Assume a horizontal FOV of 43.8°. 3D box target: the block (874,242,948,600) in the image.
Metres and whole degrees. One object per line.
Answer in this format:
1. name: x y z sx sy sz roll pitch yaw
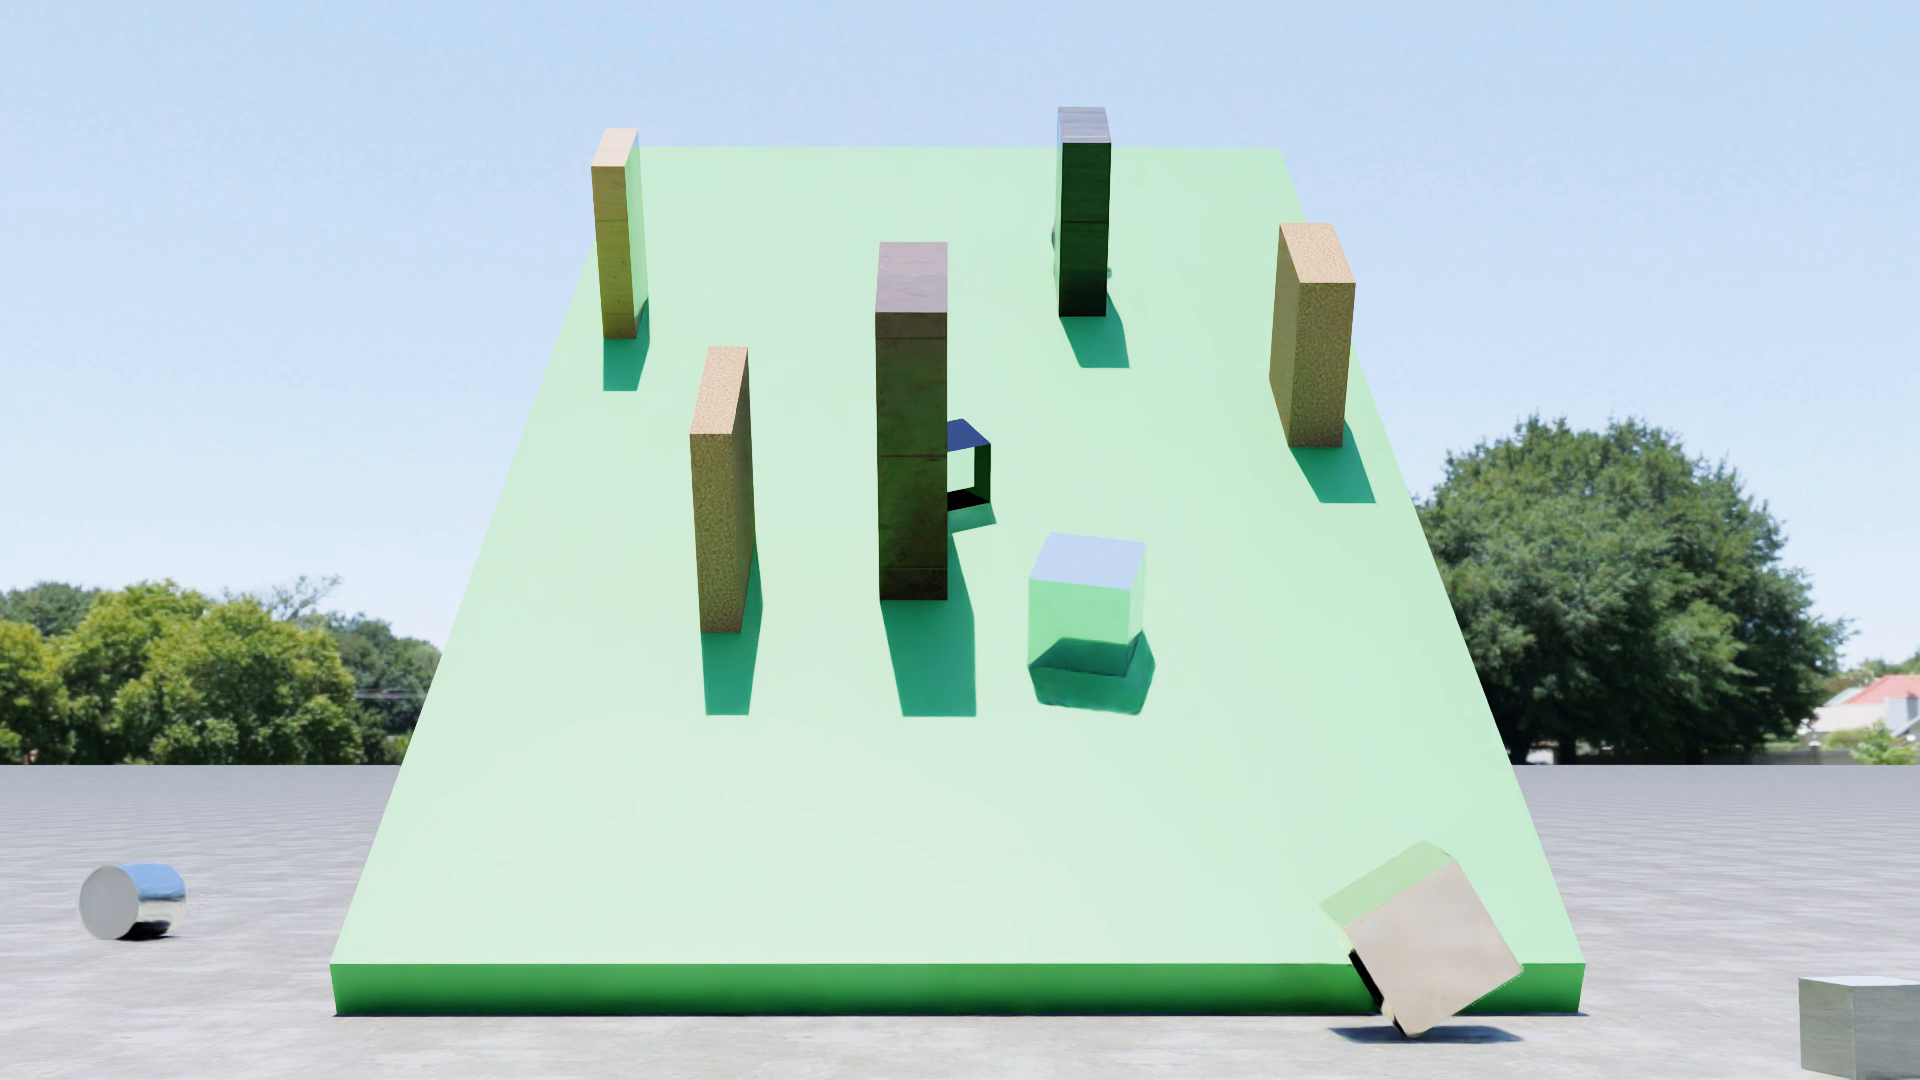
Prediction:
1. block: -0.095 -0.244 4.853 0.138 0.628 0.373 0 28 0

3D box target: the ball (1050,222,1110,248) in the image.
1. ball: 0.325 -0.819 6.434 0.160 0.160 0.160 0 -5 0

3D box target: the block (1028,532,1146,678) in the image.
1. block: 0.247 0.125 4.625 0.194 0.194 0.194 6 29 11

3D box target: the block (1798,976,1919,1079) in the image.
1. block: 1.183 0.636 3.115 0.119 0.119 0.119 1 -5 -14

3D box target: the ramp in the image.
1. ramp: -0.011 -0.222 5.588 2.000 0.100 4.000 0 28 0

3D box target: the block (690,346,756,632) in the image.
1. block: -0.474 -0.107 4.799 0.080 0.435 0.415 0 28 0

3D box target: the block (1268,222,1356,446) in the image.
1. block: 0.813 -0.480 5.541 0.123 0.403 0.377 0 28 0

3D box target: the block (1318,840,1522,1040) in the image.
1. block: 0.682 0.592 3.560 0.194 0.194 0.194 -31 2 -1

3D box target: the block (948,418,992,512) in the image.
1. block: -0.027 -0.162 5.216 0.143 0.143 0.143 -12 30 -22

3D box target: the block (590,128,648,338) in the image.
1. block: -0.857 -0.776 6.032 0.082 0.454 0.288 0 28 0

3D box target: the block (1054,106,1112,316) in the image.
1. block: 0.314 -0.849 6.165 0.123 0.466 0.287 0 28 0
